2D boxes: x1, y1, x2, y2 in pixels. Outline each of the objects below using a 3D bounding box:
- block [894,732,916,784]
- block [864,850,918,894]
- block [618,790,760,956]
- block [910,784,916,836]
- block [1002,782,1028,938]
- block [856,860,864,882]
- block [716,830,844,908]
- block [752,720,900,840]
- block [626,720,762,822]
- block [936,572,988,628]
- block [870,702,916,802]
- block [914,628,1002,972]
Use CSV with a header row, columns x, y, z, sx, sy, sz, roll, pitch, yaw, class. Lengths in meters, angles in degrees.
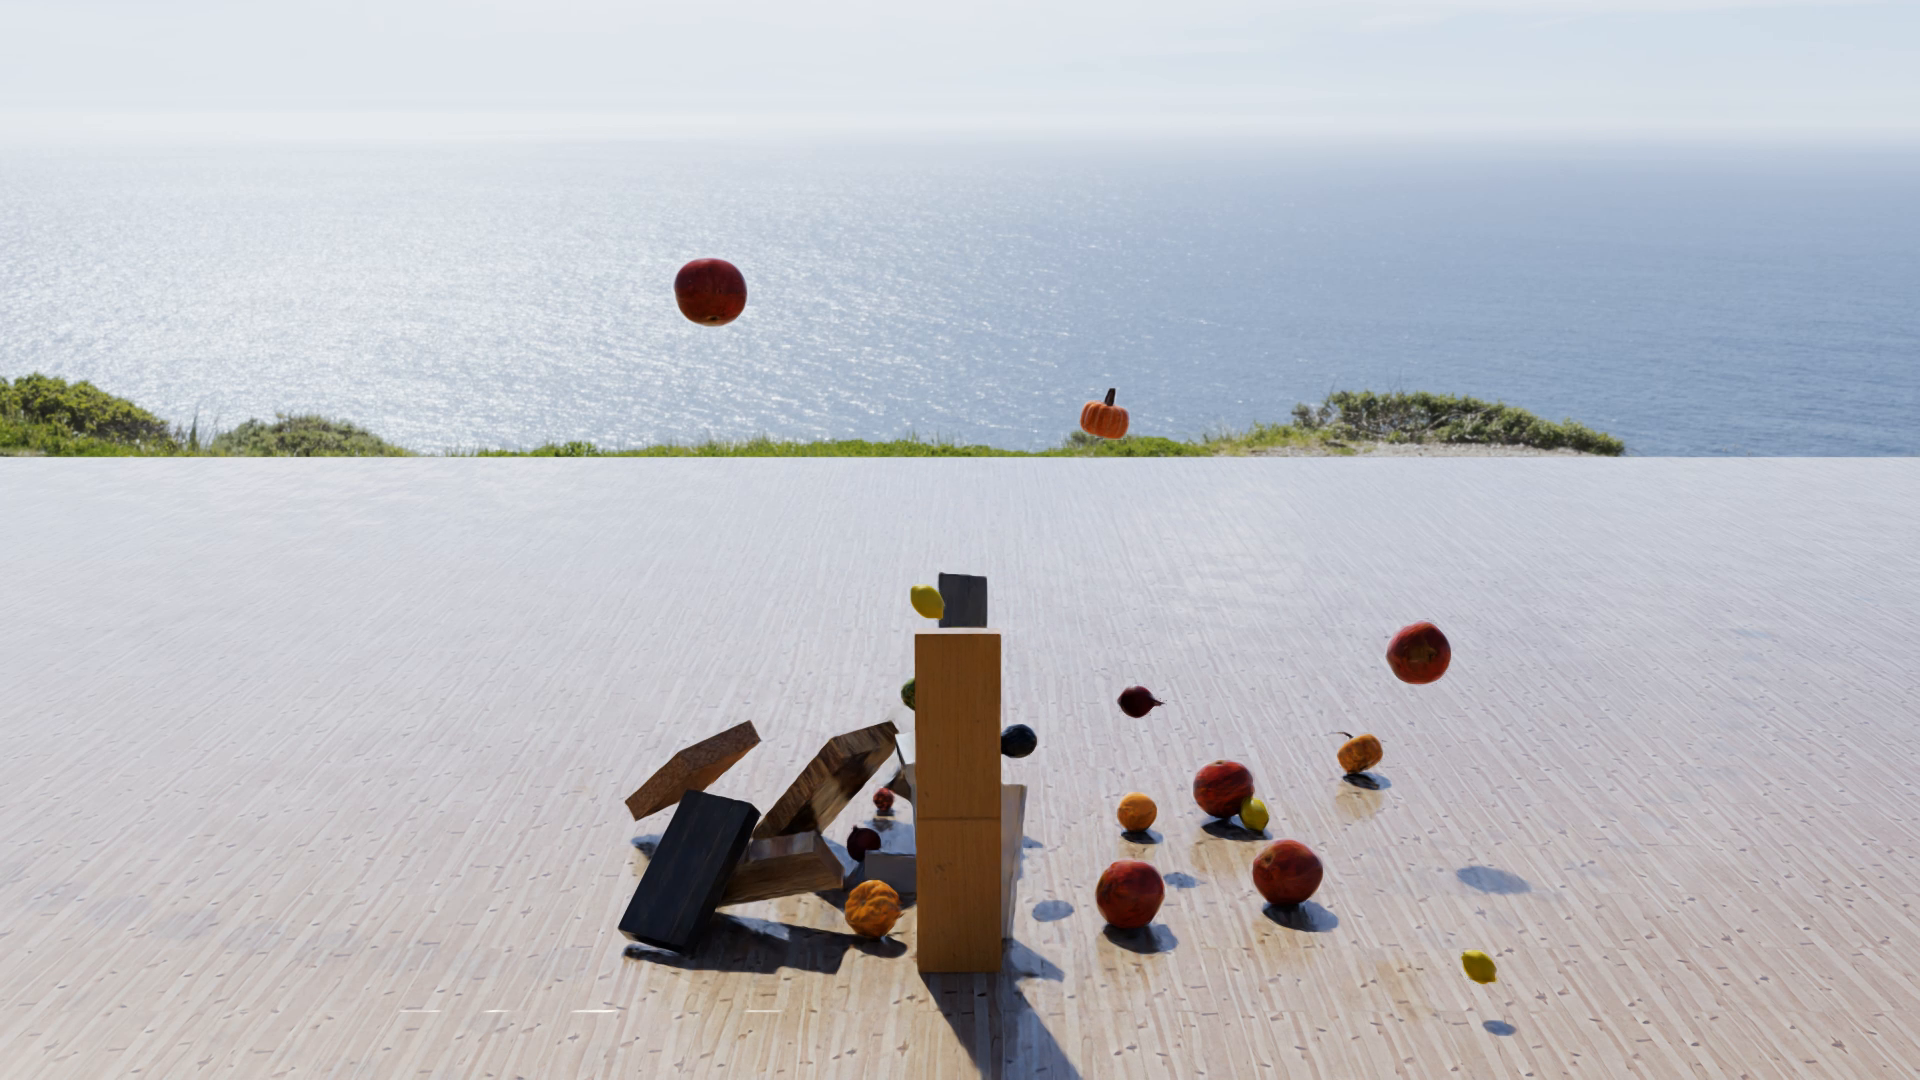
x,y,z,sx,sy,sz,roll,pitch,yaw,class
-0.037,0.351,3.611,0.120,0.034,0.239,-7,7,-5,block
-0.098,0.556,3.679,0.125,0.063,0.018,3,11,15,block
-0.425,0.520,3.458,0.127,0.254,0.036,8,-32,29,block
-0.015,0.476,3.647,0.120,0.239,0.034,-7,-22,1,block
0.033,0.503,3.486,0.120,0.239,0.034,4,-7,19,block
-0.109,0.566,3.748,0.125,0.018,0.063,1,11,7,block
-0.327,0.530,3.517,0.254,0.127,0.036,-12,52,15,block
-0.234,0.433,3.847,0.149,0.297,0.042,-12,59,-48,block
-0.476,0.411,3.905,0.148,0.042,0.297,-23,-11,-34,block
0.003,0.159,4.181,0.094,0.188,0.027,5,-20,-13,block
-0.099,0.377,3.935,0.042,0.148,0.387,33,-7,-10,block
-0.002,0.392,3.290,0.127,0.527,0.036,0,11,0,block
